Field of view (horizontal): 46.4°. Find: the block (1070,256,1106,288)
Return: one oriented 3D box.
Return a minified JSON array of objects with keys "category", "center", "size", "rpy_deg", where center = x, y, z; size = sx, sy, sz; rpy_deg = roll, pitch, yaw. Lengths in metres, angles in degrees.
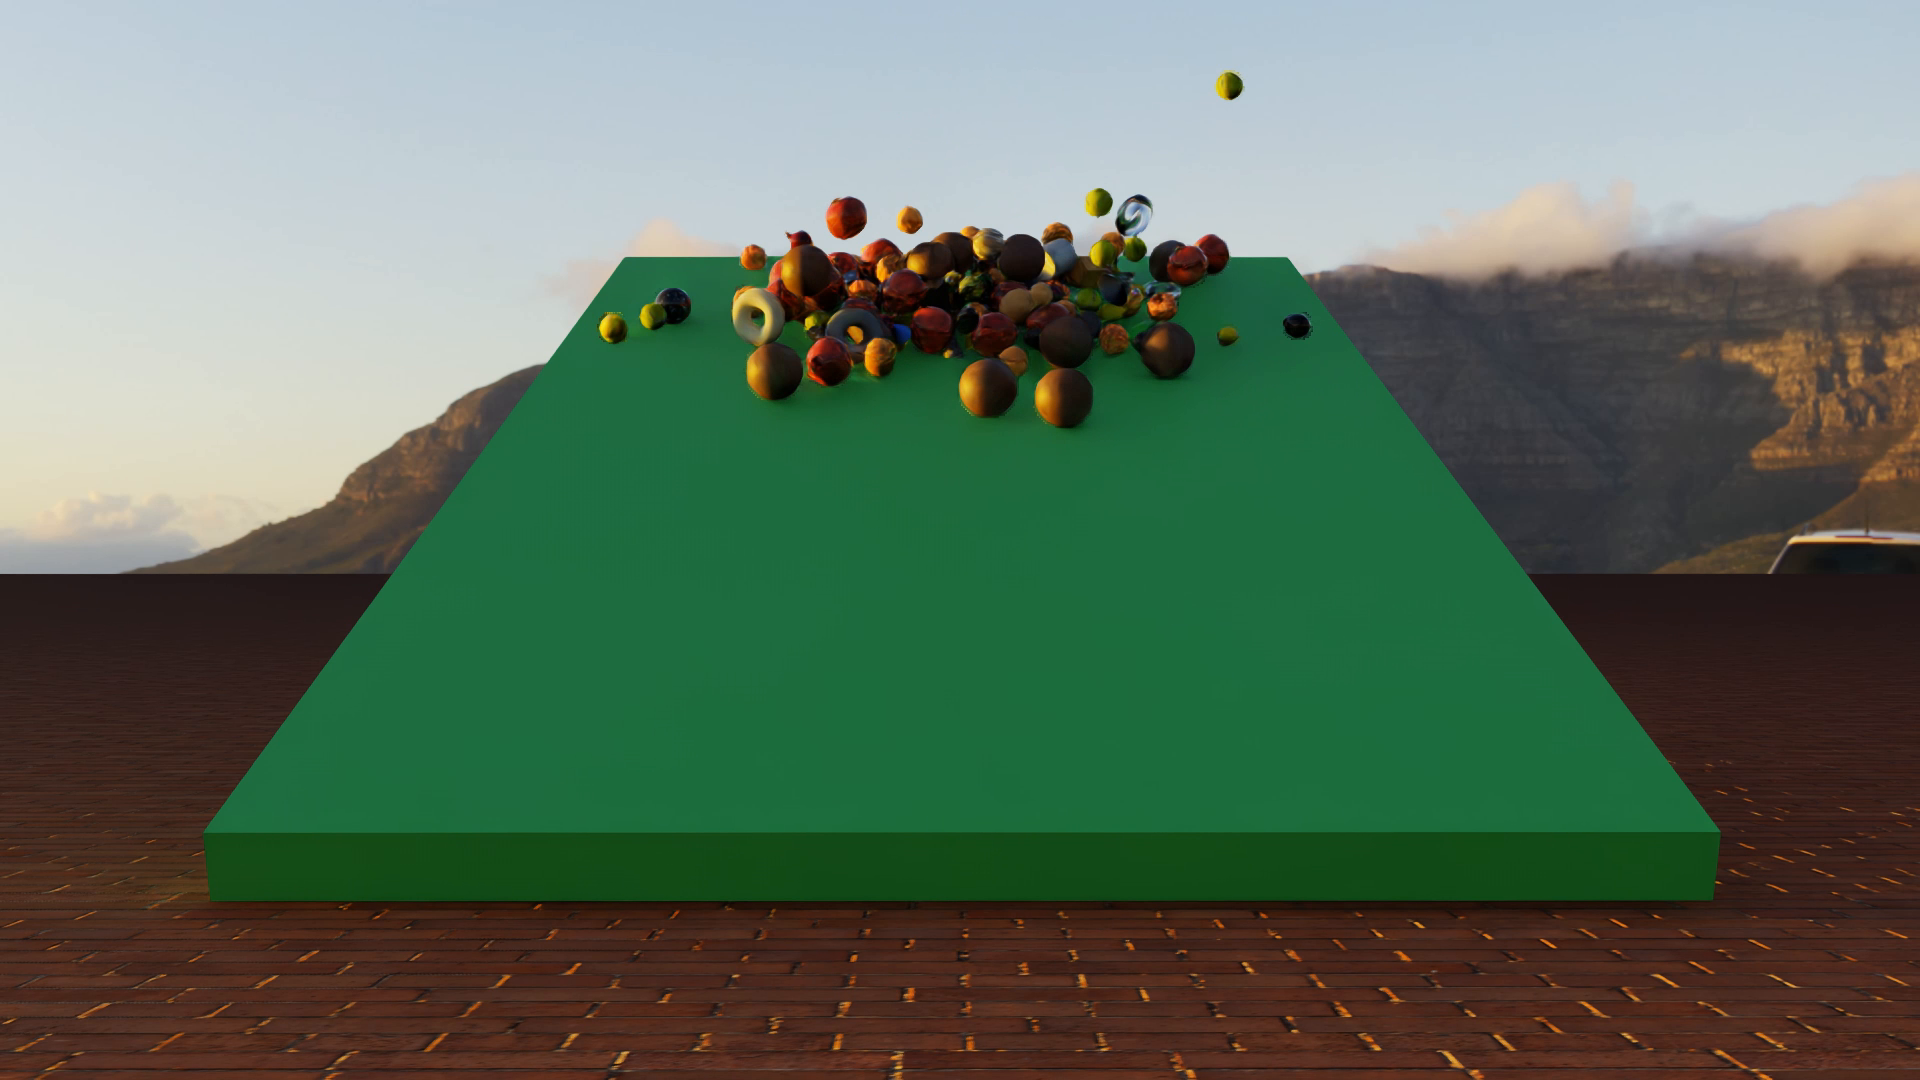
[{"category":"block","center":[0.353,-0.736,6.150],"size":[0.062,0.062,0.062],"rpy_deg":[-2,-44,-29]}]

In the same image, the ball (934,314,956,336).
[{"category":"ball","center":[-0.039,-0.549,5.702],"size":[0.056,0.056,0.056],"rpy_deg":[0,-1,0]}]

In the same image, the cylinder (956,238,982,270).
[{"category":"cylinder","center":[0.032,-0.827,6.478],"size":[0.065,0.065,0.065],"rpy_deg":[18,-36,14]}]

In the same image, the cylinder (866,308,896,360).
[{"category":"cylinder","center":[-0.218,-0.504,5.475],"size":[0.088,0.088,0.088],"rpy_deg":[-33,-14,-9]}]

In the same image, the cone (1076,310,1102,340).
[{"category":"cone","center":[0.343,-0.533,5.706],"size":[0.083,0.083,0.083],"rpy_deg":[-1,-13,36]}]

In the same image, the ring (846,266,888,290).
[{"category":"ring","center":[-0.266,-0.742,6.334],"size":[0.131,0.044,0.131],"rpy_deg":[1,22,-1]}]

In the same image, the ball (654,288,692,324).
[{"category":"ball","center":[-0.750,-0.612,5.850],"size":[0.096,0.096,0.096],"rpy_deg":[0,-1,0]}]

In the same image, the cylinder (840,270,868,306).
[{"category":"cylinder","center":[-0.288,-0.682,6.071],"size":[0.076,0.076,0.076],"rpy_deg":[0,27,-8]}]

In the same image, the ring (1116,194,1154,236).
[{"category":"ring","center":[0.480,-0.893,6.162],"size":[0.124,0.124,0.041],"rpy_deg":[1,32,-46]}]

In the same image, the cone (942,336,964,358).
[{"category":"cone","center":[-0.016,-0.481,5.517],"size":[0.055,0.055,0.055],"rpy_deg":[0,18,0]}]

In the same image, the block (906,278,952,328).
[{"category":"block","center":[-0.080,-0.616,5.810],"size":[0.093,0.093,0.093],"rpy_deg":[-12,20,10]}]

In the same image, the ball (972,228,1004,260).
[{"category":"ball","center":[0.075,-0.771,5.828],"size":[0.083,0.083,0.083],"rpy_deg":[0,-1,0]}]

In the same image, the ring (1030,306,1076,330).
[{"category":"ring","center":[0.239,-0.581,5.840],"size":[0.135,0.045,0.135],"rpy_deg":[-2,16,0]}]

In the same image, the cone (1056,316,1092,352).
[{"category":"cone","center":[0.274,-0.503,5.607],"size":[0.092,0.092,0.092],"rpy_deg":[0,-9,-13]}]

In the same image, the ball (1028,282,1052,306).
[{"category":"ball","center":[0.202,-0.611,5.575],"size":[0.060,0.060,0.060],"rpy_deg":[0,-1,0]}]

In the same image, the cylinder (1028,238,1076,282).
[{"category":"cylinder","center":[0.253,-0.764,6.104],"size":[0.093,0.093,0.093],"rpy_deg":[-1,23,46]}]

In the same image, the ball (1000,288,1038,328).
[{"category":"ball","center":[0.149,-0.590,5.689],"size":[0.098,0.098,0.098],"rpy_deg":[0,-1,0]}]

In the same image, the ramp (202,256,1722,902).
[{"category":"ramp","center":[-0.004,-0.187,4.864],"size":[2.000,0.100,4.000],"rpy_deg":[0,18,0]}]

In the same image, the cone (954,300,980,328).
[{"category":"cone","center":[0.020,-0.599,5.837],"size":[0.066,0.066,0.066],"rpy_deg":[1,32,-1]}]

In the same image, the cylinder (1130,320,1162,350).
[{"category":"cylinder","center":[0.464,-0.512,5.595],"size":[0.066,0.066,0.066],"rpy_deg":[0,17,21]}]

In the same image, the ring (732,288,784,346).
[{"category":"ring","center":[-0.505,-0.559,5.612],"size":[0.146,0.146,0.049],"rpy_deg":[0,13,27]}]

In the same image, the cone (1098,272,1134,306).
[{"category":"cone","center":[0.413,-0.654,5.644],"size":[0.093,0.093,0.093],"rpy_deg":[-41,22,-28]}]

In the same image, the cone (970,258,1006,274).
[{"category":"cone","center":[0.069,-0.795,6.502],"size":[0.092,0.092,0.092],"rpy_deg":[-27,-1,1]}]

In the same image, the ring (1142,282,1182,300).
[{"category":"ring","center":[0.558,-0.690,6.190],"size":[0.112,0.037,0.112],"rpy_deg":[1,17,0]}]

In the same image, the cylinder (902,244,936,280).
[{"category":"cylinder","center":[-0.115,-0.797,6.411],"size":[0.073,0.073,0.073],"rpy_deg":[-28,0,0]}]

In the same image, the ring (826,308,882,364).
[{"category":"ring","center":[-0.254,-0.491,5.368],"size":[0.139,0.139,0.046],"rpy_deg":[0,-10,-9]}]
